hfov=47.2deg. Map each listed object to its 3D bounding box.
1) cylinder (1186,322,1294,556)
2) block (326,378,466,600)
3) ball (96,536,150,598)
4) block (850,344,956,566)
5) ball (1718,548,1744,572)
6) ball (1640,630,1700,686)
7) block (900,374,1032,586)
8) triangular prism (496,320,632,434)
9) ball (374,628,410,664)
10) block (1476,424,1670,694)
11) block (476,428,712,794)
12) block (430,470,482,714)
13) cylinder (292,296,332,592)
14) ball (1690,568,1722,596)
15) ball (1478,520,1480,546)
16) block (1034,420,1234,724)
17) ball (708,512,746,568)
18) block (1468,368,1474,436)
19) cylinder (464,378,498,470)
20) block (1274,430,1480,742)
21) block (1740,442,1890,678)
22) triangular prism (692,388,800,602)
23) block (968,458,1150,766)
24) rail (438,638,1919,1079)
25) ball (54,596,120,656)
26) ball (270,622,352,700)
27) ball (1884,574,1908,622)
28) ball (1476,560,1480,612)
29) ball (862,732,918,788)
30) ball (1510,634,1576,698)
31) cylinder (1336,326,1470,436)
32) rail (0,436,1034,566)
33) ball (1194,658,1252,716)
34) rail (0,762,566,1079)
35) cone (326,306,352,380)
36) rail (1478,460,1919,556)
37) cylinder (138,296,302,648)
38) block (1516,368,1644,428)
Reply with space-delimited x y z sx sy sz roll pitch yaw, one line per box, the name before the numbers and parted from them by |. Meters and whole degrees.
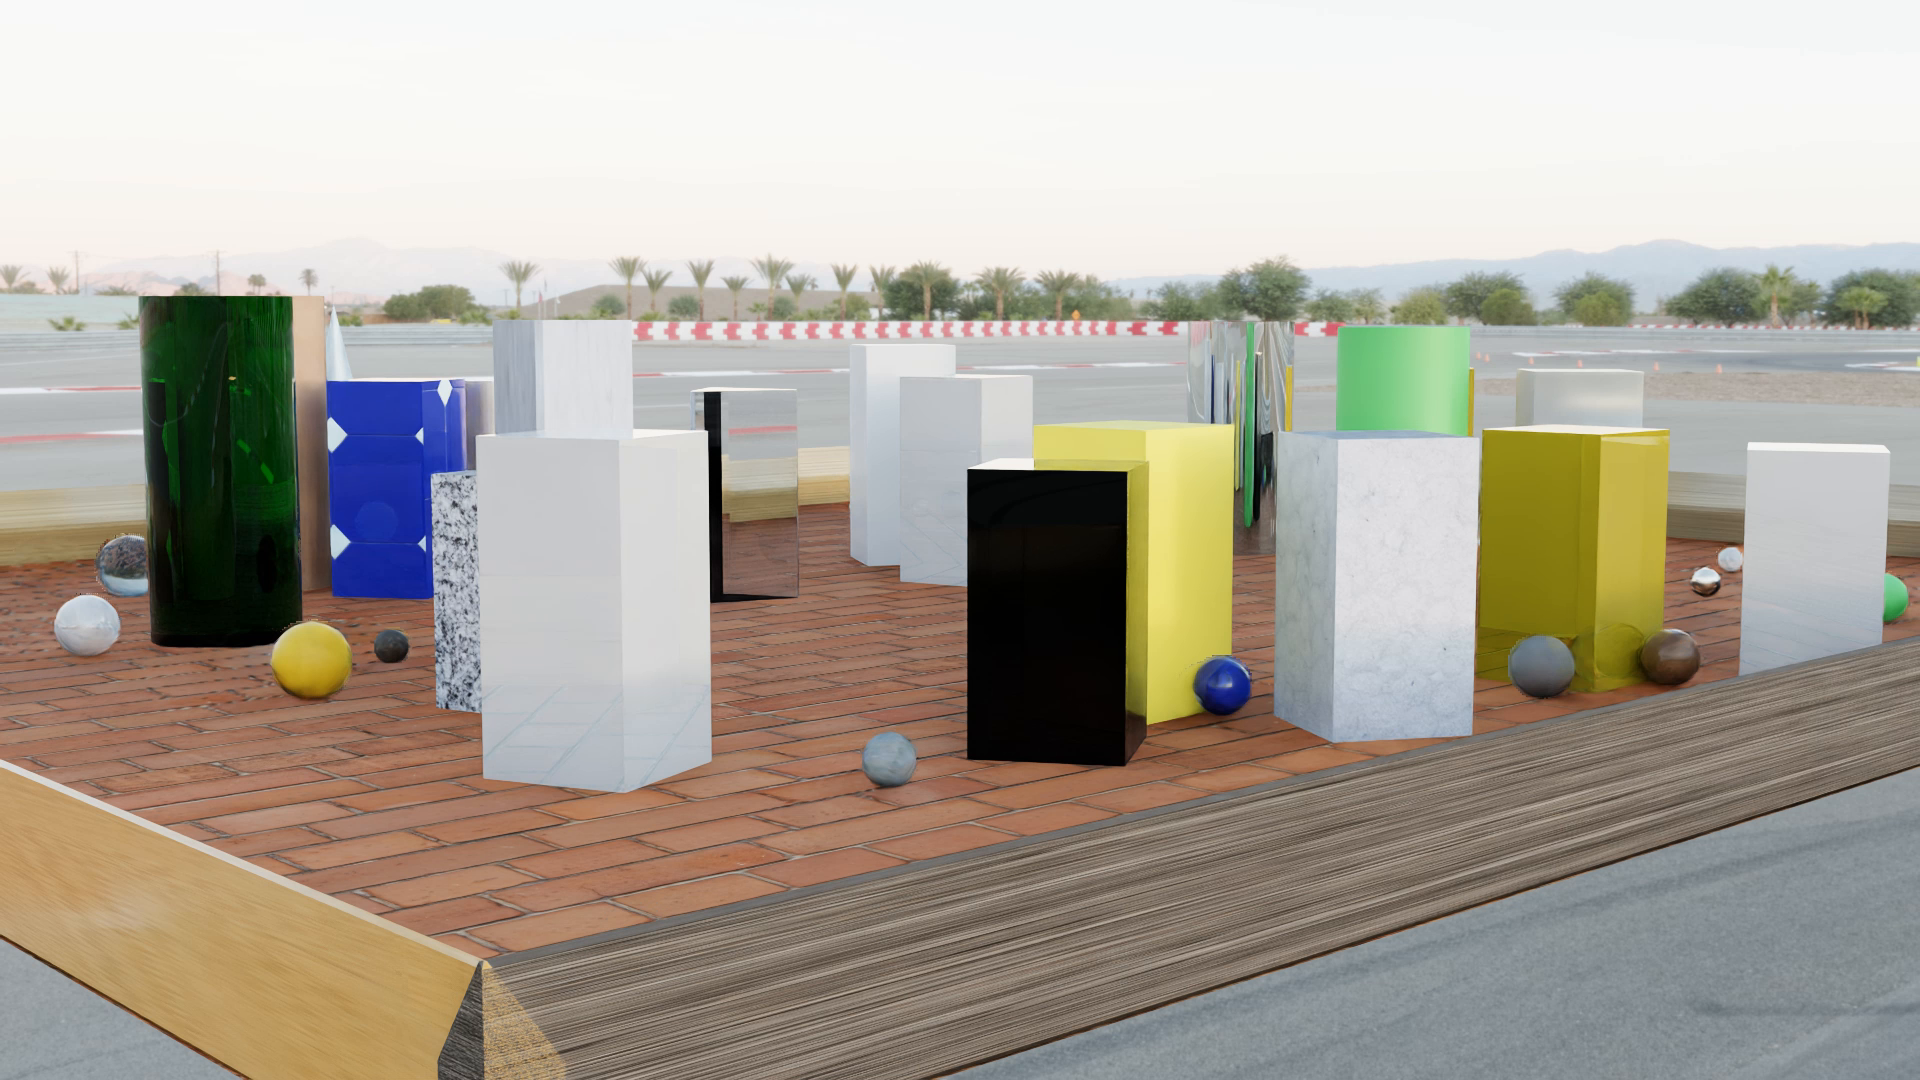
cylinder | 0.519 -0.193 4.086 0.198 0.424 0.198 0 6 0
block | -0.887 -0.085 3.479 0.158 0.336 0.158 1 6 11
ball | -1.289 0.041 3.417 0.098 0.098 0.098 0 6 0
block | -0.104 -0.156 3.923 0.158 0.384 0.158 -1 6 -14
ball | 1.318 0.034 3.761 0.042 0.042 0.042 0 6 0
ball | 0.845 0.140 2.616 0.068 0.068 0.068 0 6 0
block | 0.011 -0.102 3.634 0.158 0.337 0.158 4 7 33
triangular prism | -0.522 -0.058 2.753 0.148 0.433 0.171 4 7 31
ball | -0.719 0.134 2.781 0.044 0.044 0.044 0 6 0
block | 0.740 0.017 2.659 0.158 0.302 0.158 -6 8 -44
block | -0.350 0.061 2.122 0.158 0.327 0.158 3 7 24
block | -0.480 0.055 2.488 0.158 0.264 0.158 3 7 30
cylinder | -1.120 -0.158 3.542 0.198 0.468 0.198 0 6 0
ball | 1.163 0.066 3.430 0.045 0.045 0.045 0 6 0
ball | 0.992 -0.013 4.117 0.061 0.061 0.061 0 6 0
block | 0.194 0.030 2.461 0.158 0.318 0.158 6 8 43
ball | -0.422 0.000 3.808 0.099 0.099 0.099 0 6 0
block | 0.894 -0.164 4.232 0.158 0.336 0.158 1 6 5
cylinder | -0.763 -0.106 3.710 0.198 0.330 0.198 0 6 0
block | 0.442 0.044 2.353 0.158 0.313 0.158 -2 6 -14
block | 1.047 0.025 2.702 0.158 0.278 0.158 2 6 20
triangular prism | -0.360 -0.074 3.437 0.171 0.323 0.148 -3 7 -26
block | 0.102 0.068 2.233 0.158 0.290 0.158 1 6 13
rail | 1.010 0.147 2.243 3.423 0.129 0.045 -5 8 -42
ball | -1.127 0.111 2.839 0.079 0.079 0.079 0 6 0
ball | -0.743 0.139 2.520 0.090 0.090 0.090 0 6 0
ball | 1.321 0.083 3.151 0.071 0.071 0.071 0 6 0
ball | 0.779 0.067 3.206 0.089 0.089 0.089 0 6 0
ball | -0.066 0.206 2.059 0.052 0.052 0.052 0 6 0
ball | 0.671 0.146 2.534 0.073 0.073 0.073 0 6 0
cylinder | 0.675 -0.116 3.368 0.198 0.420 0.198 0 6 0
rail | -1.010 -0.080 4.421 3.423 0.129 0.045 -5 8 -42
ball | 0.288 0.160 2.412 0.064 0.064 0.064 0 6 0
rail | -1.240 0.152 2.193 0.045 0.129 3.027 -5 8 -42
cone | -1.087 -0.184 3.840 0.198 0.457 0.198 0 6 0
rail | 1.240 -0.085 4.470 0.045 0.129 3.027 -5 8 -42
cylinder | -1.001 -0.097 2.982 0.198 0.463 0.198 0 6 0
block | 0.939 -0.081 3.354 0.158 0.354 0.158 0 6 5
